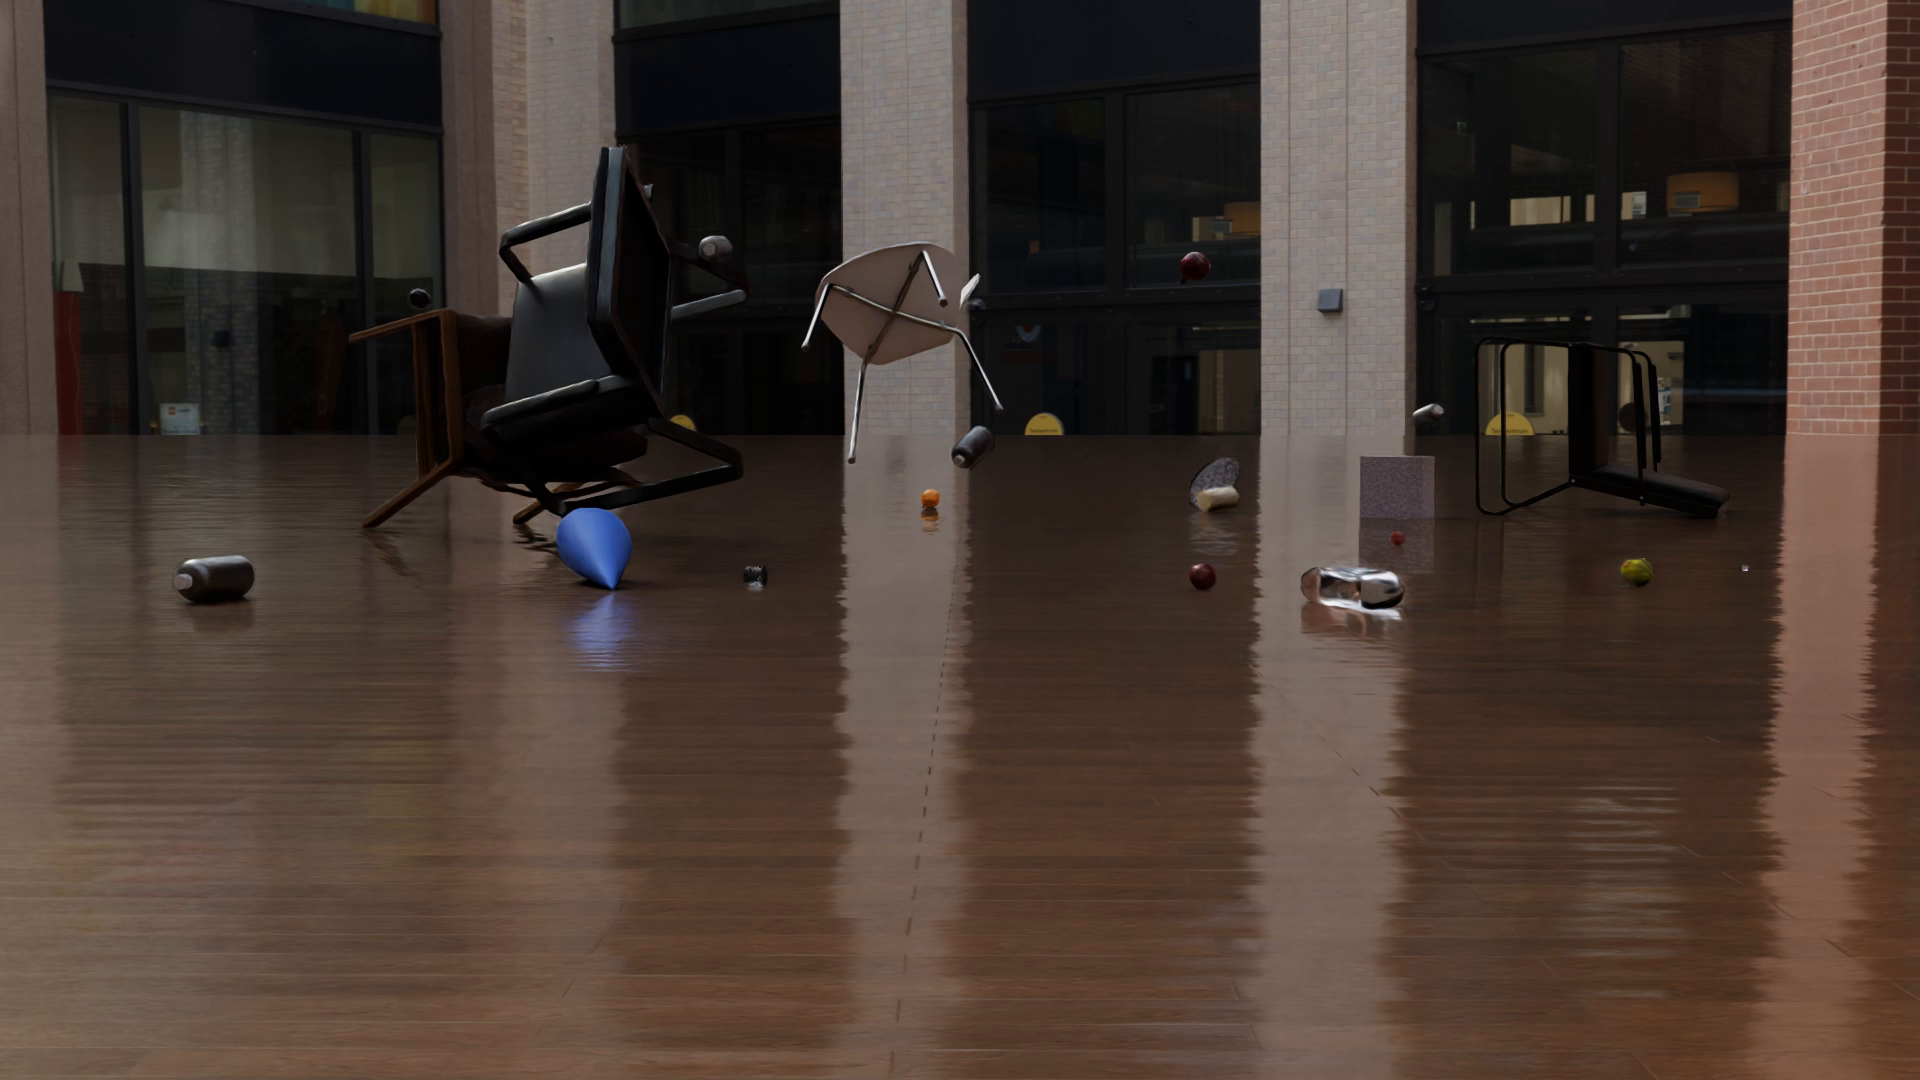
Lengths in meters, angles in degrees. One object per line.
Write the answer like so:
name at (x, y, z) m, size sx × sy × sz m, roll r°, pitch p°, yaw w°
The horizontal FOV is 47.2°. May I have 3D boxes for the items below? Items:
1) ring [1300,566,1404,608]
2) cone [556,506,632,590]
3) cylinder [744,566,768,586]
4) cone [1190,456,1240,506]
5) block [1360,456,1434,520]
ring at (0.816, 0.098, 4.589) m, size 0.139 × 0.074 × 0.308 m, roll -4°, pitch 5°, yaw -26°
cone at (-0.812, 0.061, 5.015) m, size 0.165 × 0.198 × 0.284 m, roll -38°, pitch 28°, yaw 0°
cylinder at (-0.469, 0.082, 5.046) m, size 0.040 × 0.043 × 0.044 m, roll 1°, pitch 6°, yaw 20°
cone at (0.992, -0.173, 8.399) m, size 0.127 × 0.233 × 0.339 m, roll 43°, pitch -3°, yaw 20°
block at (1.534, -0.187, 7.710) m, size 0.219 × 0.213 × 0.168 m, roll 2°, pitch 4°, yaw 26°
